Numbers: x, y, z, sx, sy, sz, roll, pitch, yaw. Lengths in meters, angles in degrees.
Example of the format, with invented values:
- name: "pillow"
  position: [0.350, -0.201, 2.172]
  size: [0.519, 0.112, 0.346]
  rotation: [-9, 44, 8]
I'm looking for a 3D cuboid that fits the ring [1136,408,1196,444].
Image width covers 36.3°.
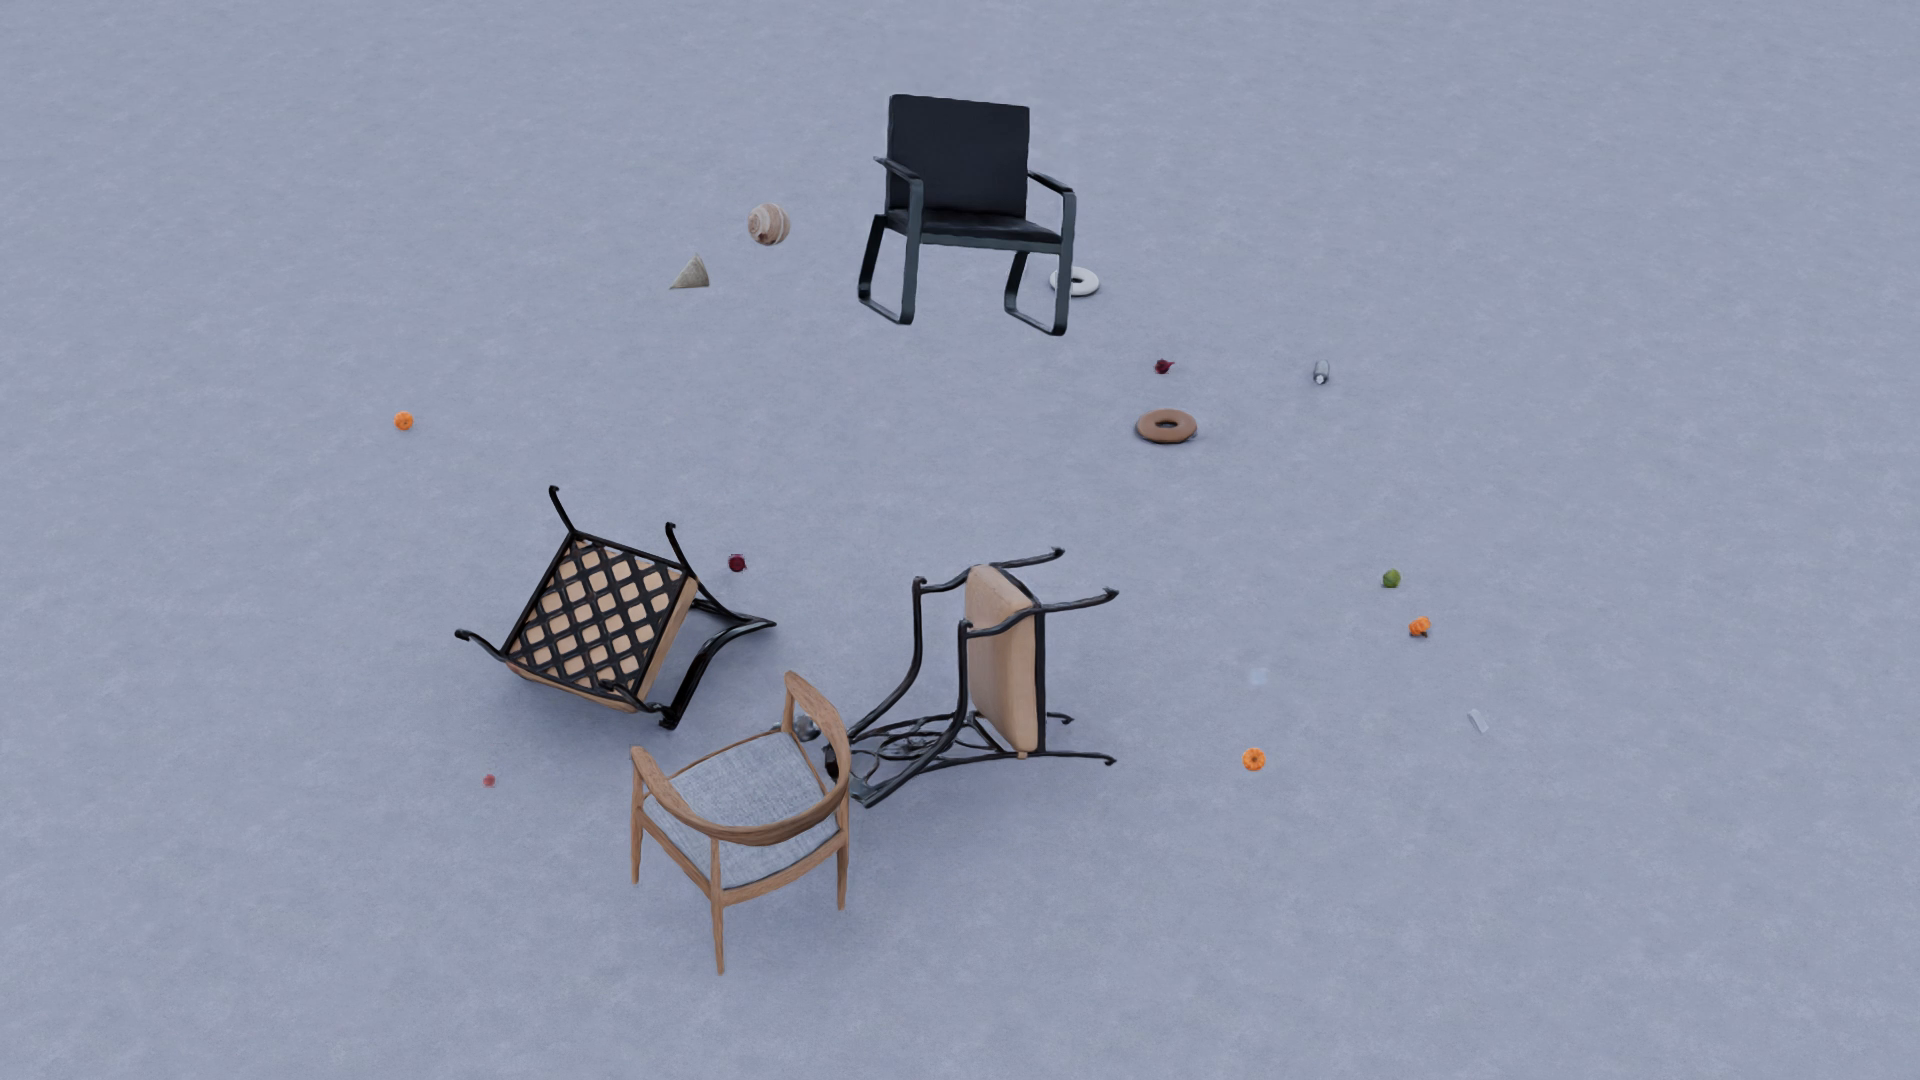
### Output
- name: "ring"
  position: [0.816, -0.452, 11.585]
  size: [0.242, 0.051, 0.222]
  rotation: [-9, 35, -12]

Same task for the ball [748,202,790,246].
- name: "ball"
  position: [-0.766, -1.266, 11.750]
  size: [0.172, 0.172, 0.172]
  rotation: [0, 33, 0]

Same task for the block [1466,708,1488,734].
- name: "block"
  position: [1.754, 0.616, 9.937]
  size: [0.033, 0.078, 0.028]
  rotation: [-32, 1, -25]

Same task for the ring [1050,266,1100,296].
- name: "ring"
  position: [0.491, -1.111, 12.590]
  size: [0.211, 0.046, 0.230]
  rotation: [-12, 36, -19]

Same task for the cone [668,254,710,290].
- name: "cone"
  position: [-1.054, -0.997, 11.230]
  size: [0.159, 0.156, 0.081]
  rotation: [-32, 43, -20]
